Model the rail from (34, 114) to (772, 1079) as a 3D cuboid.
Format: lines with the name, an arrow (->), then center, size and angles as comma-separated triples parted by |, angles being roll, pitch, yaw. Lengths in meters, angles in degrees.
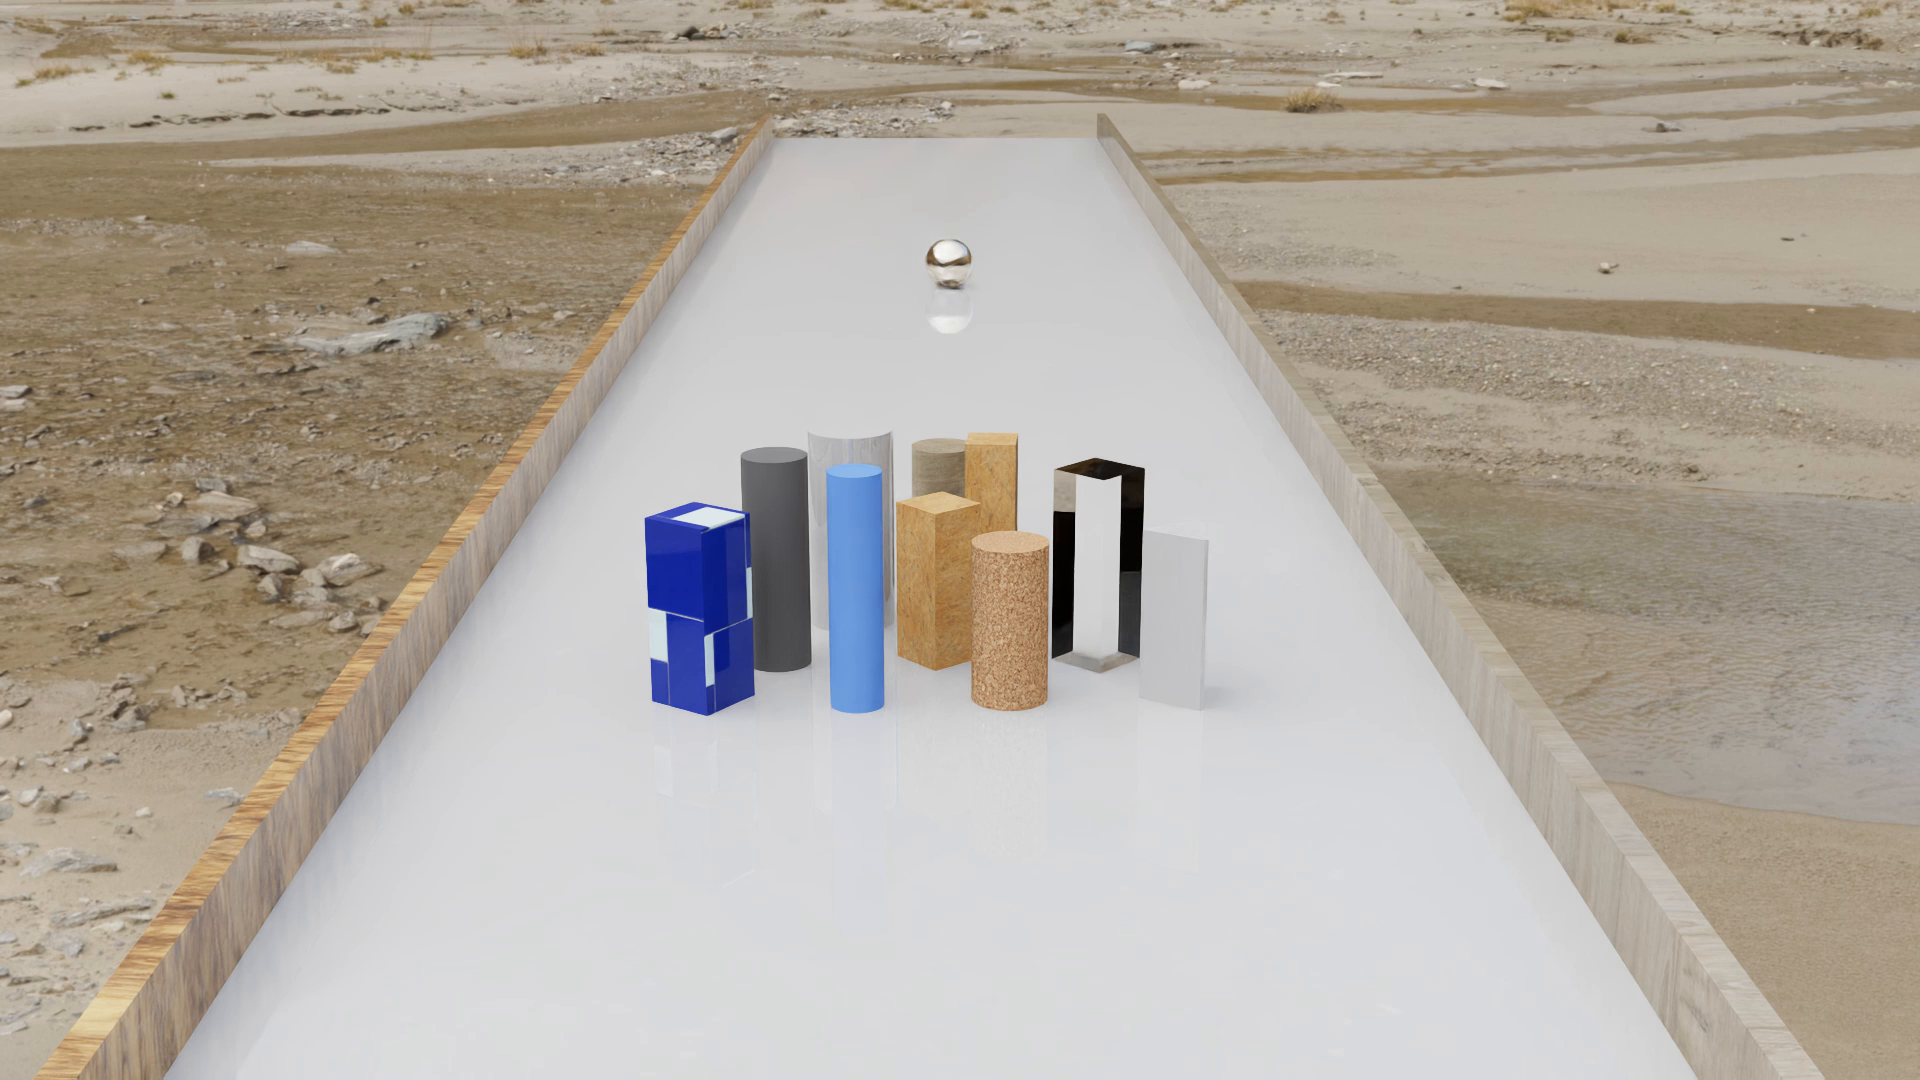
rail -> -1.118, -0.838, 7.780 | 0.050, 0.150, 12.000 | 0, 17, -1

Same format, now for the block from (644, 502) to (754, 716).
block -> -0.491, 0.128, 4.157 | 0.138, 0.364, 0.138 | 11, 20, 33

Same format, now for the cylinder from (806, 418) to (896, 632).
cylinder -> -0.227, -0.031, 4.601 | 0.178, 0.416, 0.178 | 0, 17, 0

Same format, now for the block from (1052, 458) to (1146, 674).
block -> 0.273, 0.049, 4.369 | 0.127, 0.395, 0.127 | 15, 22, 41

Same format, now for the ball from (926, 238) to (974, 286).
ball -> -0.042, -1.073, 8.510 | 0.185, 0.185, 0.185 | 0, 17, 0

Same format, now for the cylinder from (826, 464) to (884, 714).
cylinder -> -0.195, 0.092, 4.115 | 0.103, 0.458, 0.103 | 0, 17, 0

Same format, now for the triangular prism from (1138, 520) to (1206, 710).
triangular prism -> 0.429, 0.136, 4.179 | 0.134, 0.336, 0.116 | 10, 19, 31

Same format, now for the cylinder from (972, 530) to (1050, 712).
cylinder -> 0.095, 0.152, 4.168 | 0.146, 0.311, 0.146 | 0, 17, 0

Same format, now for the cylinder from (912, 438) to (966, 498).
cylinder -> -0.038, -0.058, 4.874 | 0.137, 0.312, 0.137 | 0, 17, 0

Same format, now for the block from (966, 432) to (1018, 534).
block -> 0.067, -0.028, 4.646 | 0.104, 0.384, 0.104 | 1, 17, 4

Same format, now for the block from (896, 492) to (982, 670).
block -> -0.042, 0.081, 4.388 | 0.119, 0.323, 0.119 | -14, 21, -39

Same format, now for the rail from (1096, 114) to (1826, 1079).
rail -> 0.932, -0.844, 7.801 | 0.050, 0.150, 12.000 | 0, 17, -1

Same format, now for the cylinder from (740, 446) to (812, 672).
cylinder -> -0.363, 0.038, 4.349 | 0.131, 0.427, 0.131 | 0, 17, 0
